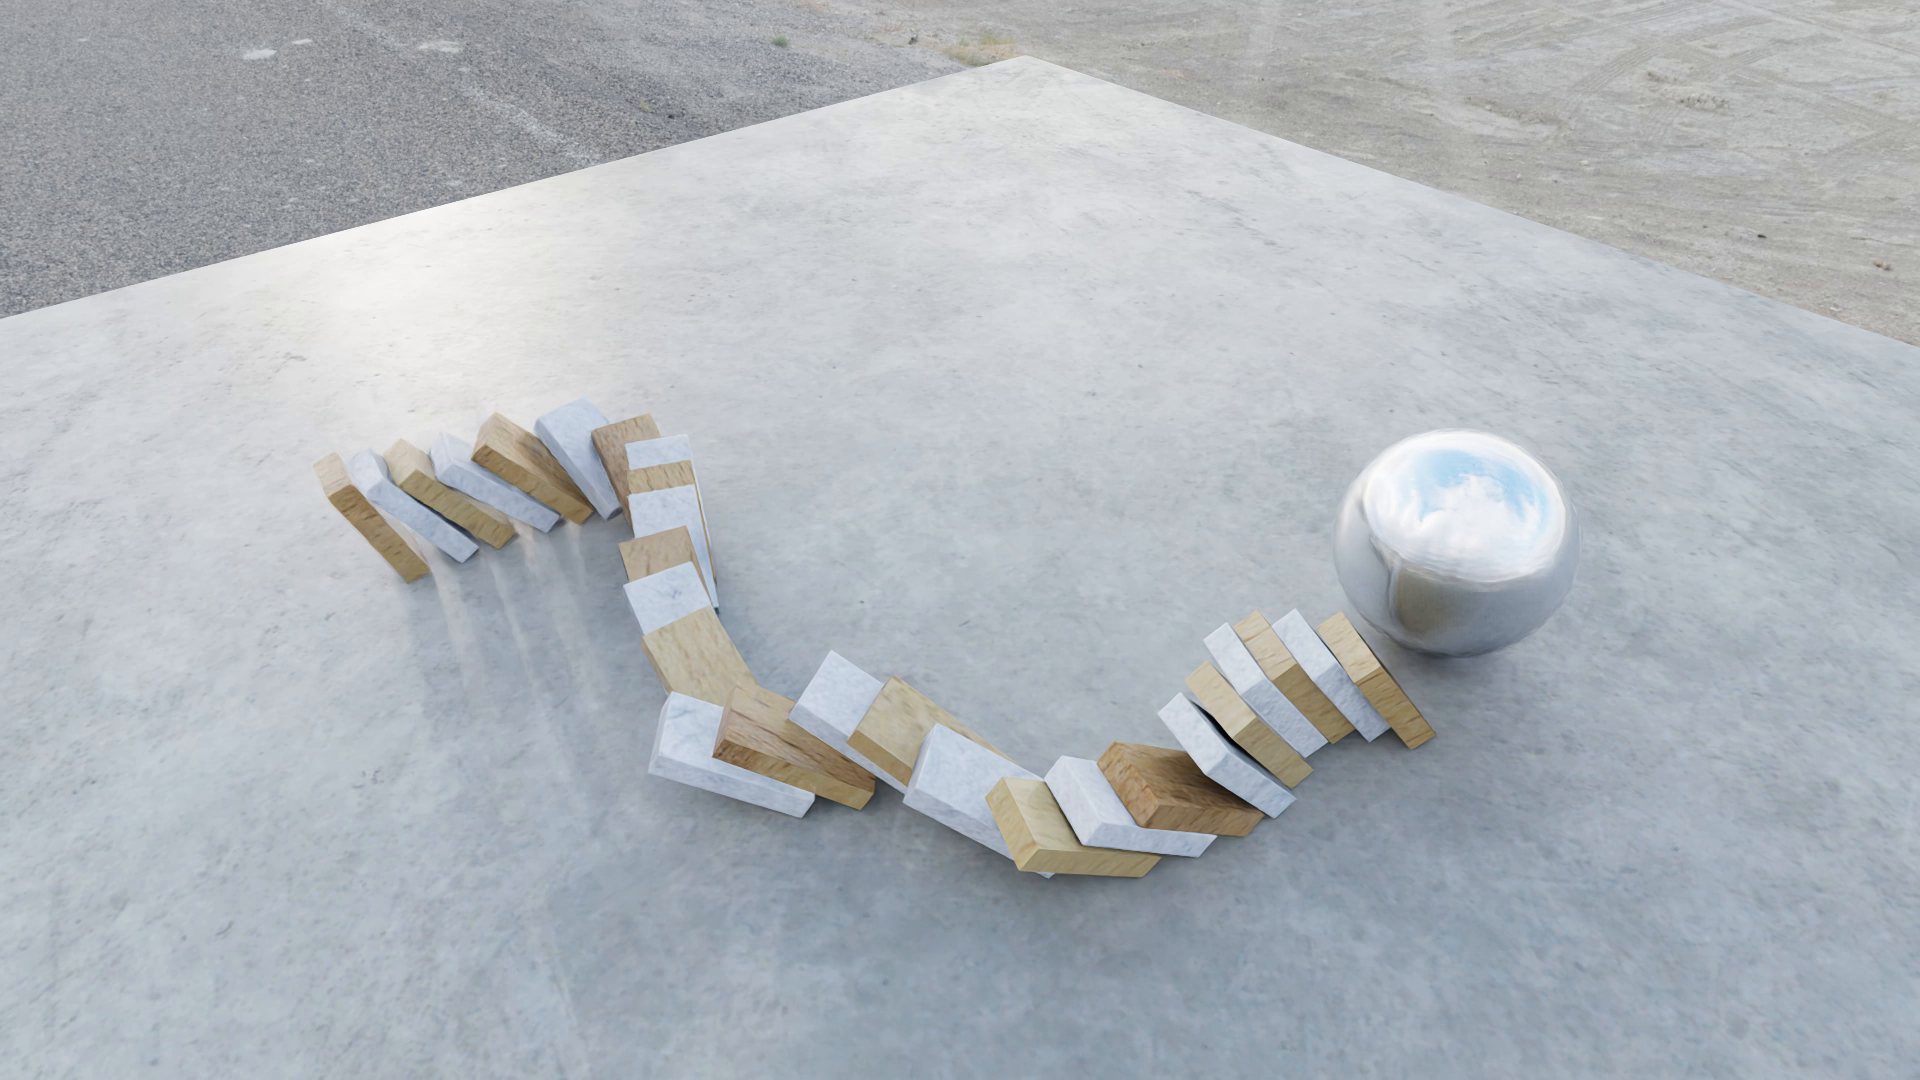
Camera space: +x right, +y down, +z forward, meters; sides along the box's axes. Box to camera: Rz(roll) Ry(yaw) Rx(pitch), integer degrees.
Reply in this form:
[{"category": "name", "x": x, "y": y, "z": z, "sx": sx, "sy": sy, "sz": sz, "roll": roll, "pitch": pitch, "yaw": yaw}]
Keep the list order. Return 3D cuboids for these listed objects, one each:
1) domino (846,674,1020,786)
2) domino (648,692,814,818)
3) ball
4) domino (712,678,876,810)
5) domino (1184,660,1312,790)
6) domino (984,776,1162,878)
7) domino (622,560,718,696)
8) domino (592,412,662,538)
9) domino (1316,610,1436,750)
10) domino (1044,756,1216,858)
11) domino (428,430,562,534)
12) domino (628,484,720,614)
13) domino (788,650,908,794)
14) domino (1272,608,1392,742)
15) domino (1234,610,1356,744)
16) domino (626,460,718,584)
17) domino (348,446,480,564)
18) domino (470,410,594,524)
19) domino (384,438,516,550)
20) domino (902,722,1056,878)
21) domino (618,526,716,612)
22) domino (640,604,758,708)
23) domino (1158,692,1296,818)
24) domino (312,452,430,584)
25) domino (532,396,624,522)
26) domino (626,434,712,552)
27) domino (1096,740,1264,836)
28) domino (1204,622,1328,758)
[{"category": "domino", "x": -0.008, "y": 0.067, "z": 0.344, "sx": 0.050, "sy": 0.009, "sz": 0.025, "roll": 36, "pitch": 45, "yaw": -2}, {"category": "domino", "x": -0.070, "y": 0.067, "z": 0.343, "sx": 0.050, "sy": 0.009, "sz": 0.025, "roll": 22, "pitch": 35, "yaw": -20}, {"category": "ball", "x": 0.173, "y": 0.001, "z": 0.386, "sx": 0.080, "sy": 0.080, "sz": 0.080, "roll": 0, "pitch": 39, "yaw": 0}, {"category": "domino", "x": -0.051, "y": 0.064, "z": 0.346, "sx": 0.050, "sy": 0.009, "sz": 0.025, "roll": 24, "pitch": 35, "yaw": -17}, {"category": "domino", "x": 0.091, "y": 0.058, "z": 0.344, "sx": 0.009, "sy": 0.050, "sz": 0.025, "roll": -43, "pitch": 45, "yaw": 8}, {"category": "domino", "x": 0.033, "y": 0.084, "z": 0.320, "sx": 0.050, "sy": 0.009, "sz": 0.025, "roll": 16, "pitch": 30, "yaw": -37}, {"category": "domino", "x": -0.096, "y": 0.035, "z": 0.383, "sx": 0.025, "sy": 0.010, "sz": 0.050, "roll": -21, "pitch": 72, "yaw": -24}, {"category": "domino", "x": -0.131, "y": -0.026, "z": 0.455, "sx": 0.025, "sy": 0.009, "sz": 0.050, "roll": -22, "pitch": 76, "yaw": -24}, {"category": "domino", "x": 0.136, "y": 0.046, "z": 0.359, "sx": 0.009, "sy": 0.050, "sz": 0.025, "roll": -37, "pitch": 39, "yaw": 15}, {"category": "domino", "x": 0.051, "y": 0.079, "z": 0.326, "sx": 0.050, "sy": 0.009, "sz": 0.025, "roll": 17, "pitch": 27, "yaw": -37}, {"category": "domino", "x": -0.187, "y": -0.023, "z": 0.444, "sx": 0.009, "sy": 0.050, "sz": 0.025, "roll": -47, "pitch": 46, "yaw": 7}, {"category": "domino", "x": -0.108, "y": 0.005, "z": 0.416, "sx": 0.025, "sy": 0.009, "sz": 0.050, "roll": -11, "pitch": 73, "yaw": -14}, {"category": "domino", "x": -0.027, "y": 0.060, "z": 0.352, "sx": 0.050, "sy": 0.009, "sz": 0.025, "roll": 34, "pitch": 41, "yaw": -3}, {"category": "domino", "x": 0.122, "y": 0.045, "z": 0.360, "sx": 0.010, "sy": 0.050, "sz": 0.025, "roll": -39, "pitch": 41, "yaw": 12}, {"category": "domino", "x": 0.110, "y": 0.045, "z": 0.360, "sx": 0.010, "sy": 0.050, "sz": 0.025, "roll": -39, "pitch": 40, "yaw": 12}, {"category": "domino", "x": -0.113, "y": -0.005, "z": 0.429, "sx": 0.025, "sy": 0.010, "sz": 0.050, "roll": -12, "pitch": 73, "yaw": -14}, {"category": "domino", "x": -0.212, "y": -0.013, "z": 0.429, "sx": 0.010, "sy": 0.050, "sz": 0.025, "roll": -43, "pitch": 50, "yaw": -6}, {"category": "domino", "x": -0.174, "y": -0.029, "z": 0.453, "sx": 0.010, "sy": 0.050, "sz": 0.025, "roll": -40, "pitch": 35, "yaw": 19}, {"category": "domino", "x": -0.201, "y": -0.018, "z": 0.435, "sx": 0.009, "sy": 0.050, "sz": 0.025, "roll": -45, "pitch": 50, "yaw": -1}, {"category": "domino", "x": 0.010, "y": 0.078, "z": 0.331, "sx": 0.050, "sy": 0.010, "sz": 0.025, "roll": 29, "pitch": 41, "yaw": -8}, {"category": "domino", "x": -0.104, "y": 0.022, "z": 0.399, "sx": 0.025, "sy": 0.010, "sz": 0.050, "roll": -17, "pitch": 71, "yaw": -19}, {"category": "domino", "x": -0.083, "y": 0.049, "z": 0.367, "sx": 0.025, "sy": 0.009, "sz": 0.050, "roll": -26, "pitch": 72, "yaw": -29}, {"category": "domino", "x": 0.082, "y": 0.066, "z": 0.335, "sx": 0.009, "sy": 0.050, "sz": 0.025, "roll": -45, "pitch": 44, "yaw": 10}, {"category": "domino", "x": -0.225, "y": -0.008, "z": 0.421, "sx": 0.009, "sy": 0.050, "sz": 0.025, "roll": -35, "pitch": 49, "yaw": -15}, {"category": "domino", "x": -0.153, "y": -0.035, "z": 0.463, "sx": 0.050, "sy": 0.009, "sz": 0.025, "roll": 51, "pitch": 47, "yaw": 2}, {"category": "domino", "x": -0.117, "y": -0.017, "z": 0.443, "sx": 0.025, "sy": 0.009, "sz": 0.050, "roll": -11, "pitch": 73, "yaw": -15}, {"category": "domino", "x": 0.067, "y": 0.075, "z": 0.331, "sx": 0.050, "sy": 0.010, "sz": 0.025, "roll": 16, "pitch": 27, "yaw": -39}, {"category": "domino", "x": 0.099, "y": 0.049, "z": 0.355, "sx": 0.010, "sy": 0.050, "sz": 0.025, "roll": -39, "pitch": 40, "yaw": 12}]
